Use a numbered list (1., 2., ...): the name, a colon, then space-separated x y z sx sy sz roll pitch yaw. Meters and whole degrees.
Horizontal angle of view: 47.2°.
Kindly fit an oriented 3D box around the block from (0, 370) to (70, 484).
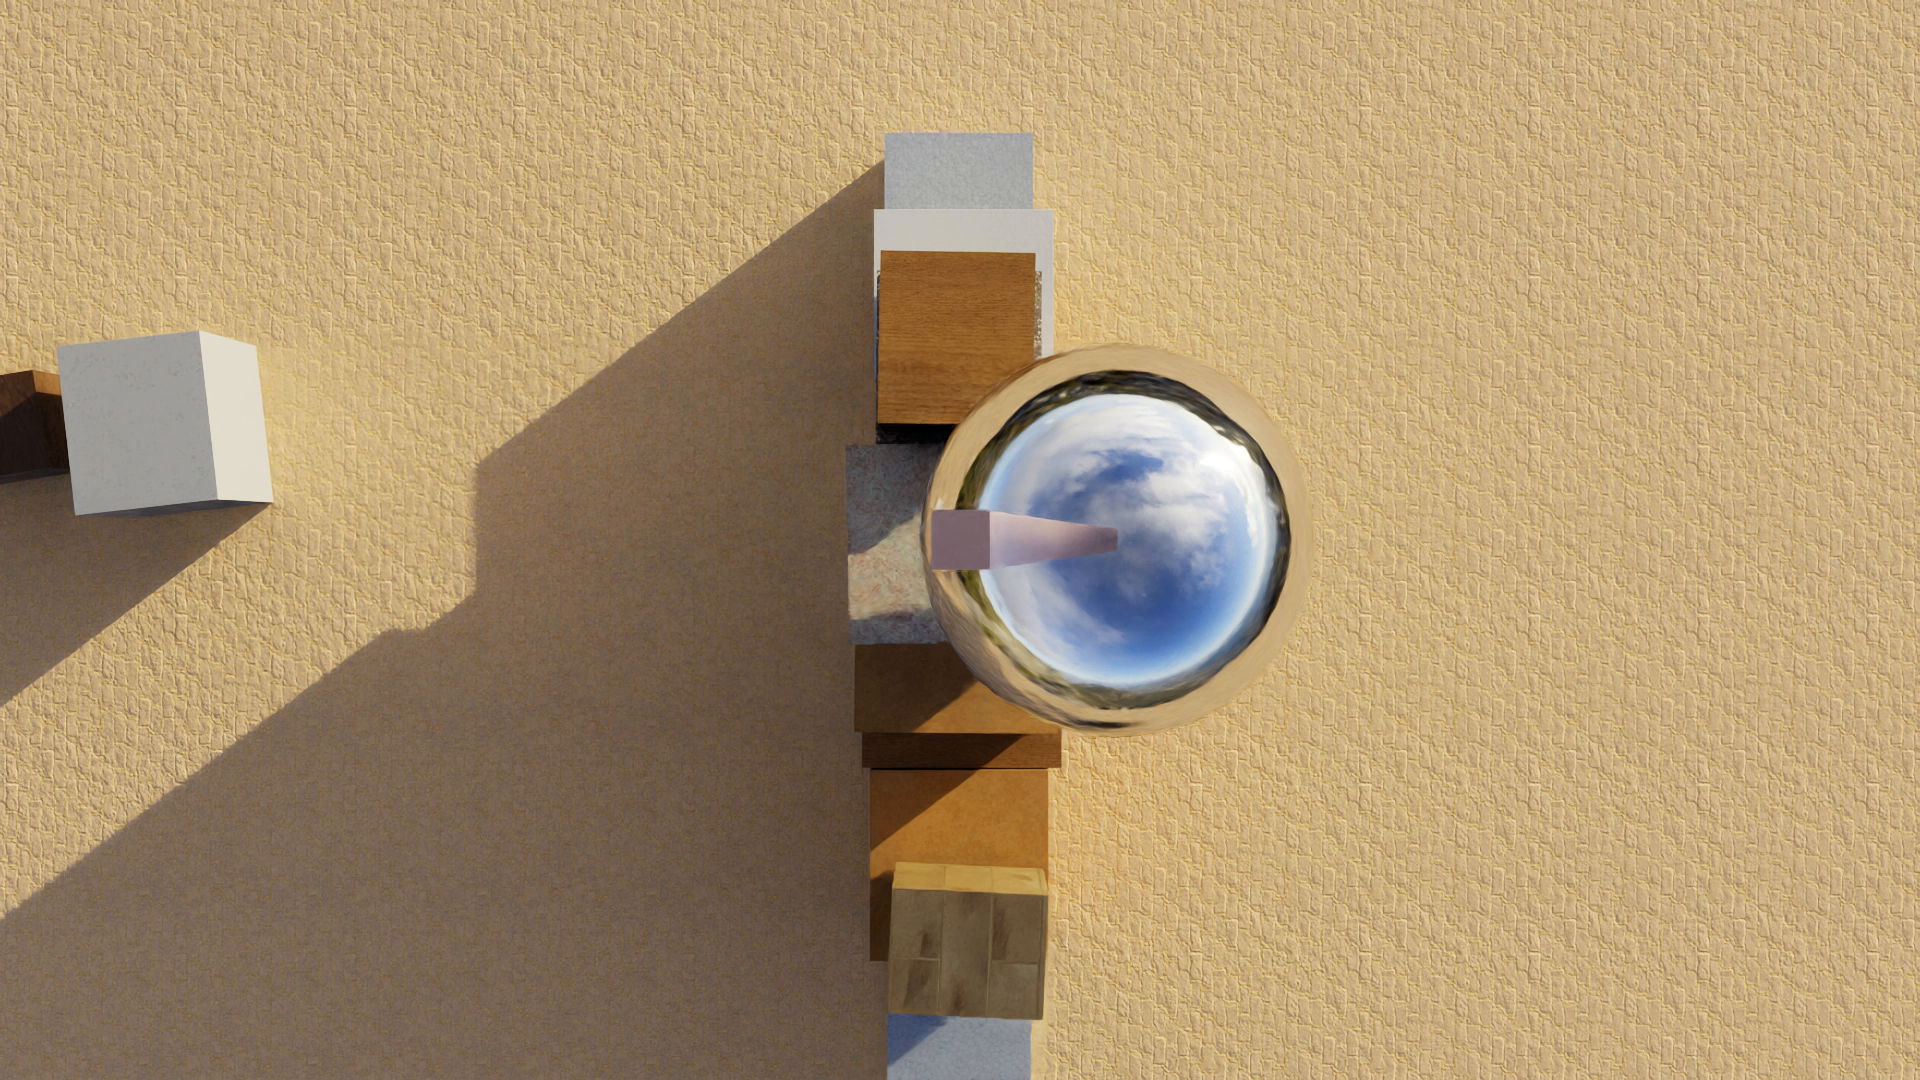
1. block: -5.480 -0.644 12.731 0.545 0.539 0.562 -9 90 0

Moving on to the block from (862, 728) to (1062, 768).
1. block: 0.010 0.705 12.466 1.082 1.068 1.062 0 90 0

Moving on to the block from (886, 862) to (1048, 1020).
1. block: 0.038 2.091 11.526 0.796 0.732 0.641 3 92 0

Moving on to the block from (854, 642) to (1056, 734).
1. block: -0.019 0.480 11.428 1.006 1.009 0.956 0 90 0

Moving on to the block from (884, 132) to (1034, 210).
1. block: -0.006 -1.903 12.649 0.832 0.702 0.749 0 90 0

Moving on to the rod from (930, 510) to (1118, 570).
1. rod: 0.274 0.000 5.572 0.080 5.200 0.080 0 90 6

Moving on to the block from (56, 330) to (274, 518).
1. block: -4.502 -0.641 12.516 0.787 0.969 0.931 -6 90 0

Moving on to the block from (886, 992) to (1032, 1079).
1. block: -0.004 2.921 12.626 0.802 0.748 0.805 0 90 0

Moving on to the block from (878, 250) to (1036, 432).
1. block: -0.015 -0.892 10.062 0.686 0.706 0.765 1 90 0

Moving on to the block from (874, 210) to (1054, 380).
1. block: 0.019 -1.260 11.710 0.919 0.893 0.866 0 90 0

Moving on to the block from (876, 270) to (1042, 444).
1. block: -0.005 -0.865 10.839 0.781 0.848 0.821 0 90 0

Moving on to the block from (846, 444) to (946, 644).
1. block: -0.041 0.013 10.425 0.933 0.996 0.899 -1 90 0

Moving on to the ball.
1. ball: 0.632 0.000 8.954 1.600 1.600 1.600 0 90 0

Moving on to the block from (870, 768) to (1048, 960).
1. block: -0.005 1.761 12.449 0.965 1.102 1.032 0 90 0
